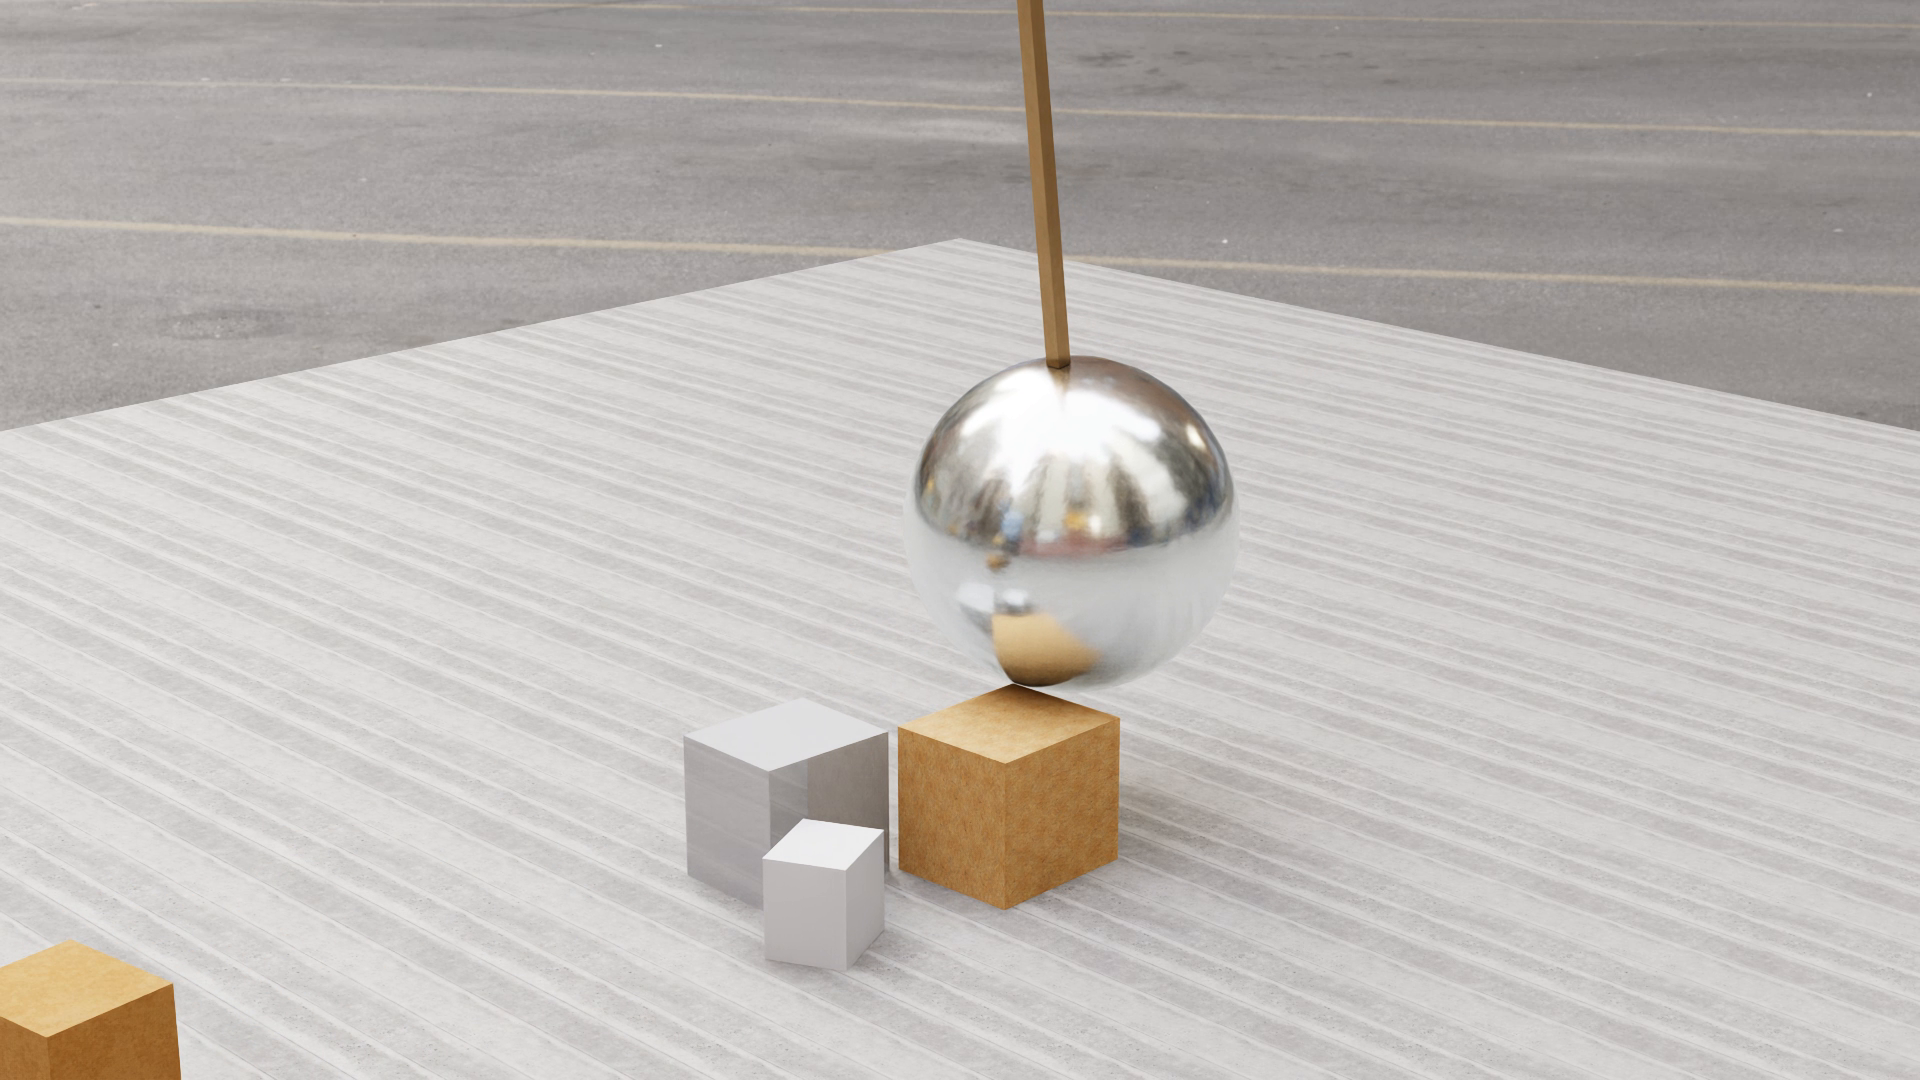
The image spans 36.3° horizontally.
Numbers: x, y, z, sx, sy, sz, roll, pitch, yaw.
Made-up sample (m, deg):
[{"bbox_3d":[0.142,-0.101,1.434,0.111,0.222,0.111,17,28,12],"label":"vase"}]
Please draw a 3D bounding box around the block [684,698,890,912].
[{"bbox_3d":[-0.787,1.202,13.372,0.707,0.688,0.601,-16,23,-41],"label":"block"}]

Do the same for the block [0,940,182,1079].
[{"bbox_3d":[-3.383,1.963,11.100,0.628,0.600,0.563,13,22,36],"label":"block"}]

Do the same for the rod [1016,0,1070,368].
[{"bbox_3d":[0.228,-3.205,12.574,0.080,5.200,0.080,17,31,42],"label":"rod"}]

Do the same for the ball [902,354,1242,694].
[{"bbox_3d":[0.527,-0.076,13.870,1.600,1.600,1.600,0,17,0],"label":"ball"}]

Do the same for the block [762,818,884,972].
[{"bbox_3d":[-0.586,1.532,12.686,0.379,0.470,0.455,6,18,18],"label":"block"}]

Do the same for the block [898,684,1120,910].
[{"bbox_3d":[0.225,1.164,13.468,0.663,0.703,0.779,16,23,41],"label":"block"}]
